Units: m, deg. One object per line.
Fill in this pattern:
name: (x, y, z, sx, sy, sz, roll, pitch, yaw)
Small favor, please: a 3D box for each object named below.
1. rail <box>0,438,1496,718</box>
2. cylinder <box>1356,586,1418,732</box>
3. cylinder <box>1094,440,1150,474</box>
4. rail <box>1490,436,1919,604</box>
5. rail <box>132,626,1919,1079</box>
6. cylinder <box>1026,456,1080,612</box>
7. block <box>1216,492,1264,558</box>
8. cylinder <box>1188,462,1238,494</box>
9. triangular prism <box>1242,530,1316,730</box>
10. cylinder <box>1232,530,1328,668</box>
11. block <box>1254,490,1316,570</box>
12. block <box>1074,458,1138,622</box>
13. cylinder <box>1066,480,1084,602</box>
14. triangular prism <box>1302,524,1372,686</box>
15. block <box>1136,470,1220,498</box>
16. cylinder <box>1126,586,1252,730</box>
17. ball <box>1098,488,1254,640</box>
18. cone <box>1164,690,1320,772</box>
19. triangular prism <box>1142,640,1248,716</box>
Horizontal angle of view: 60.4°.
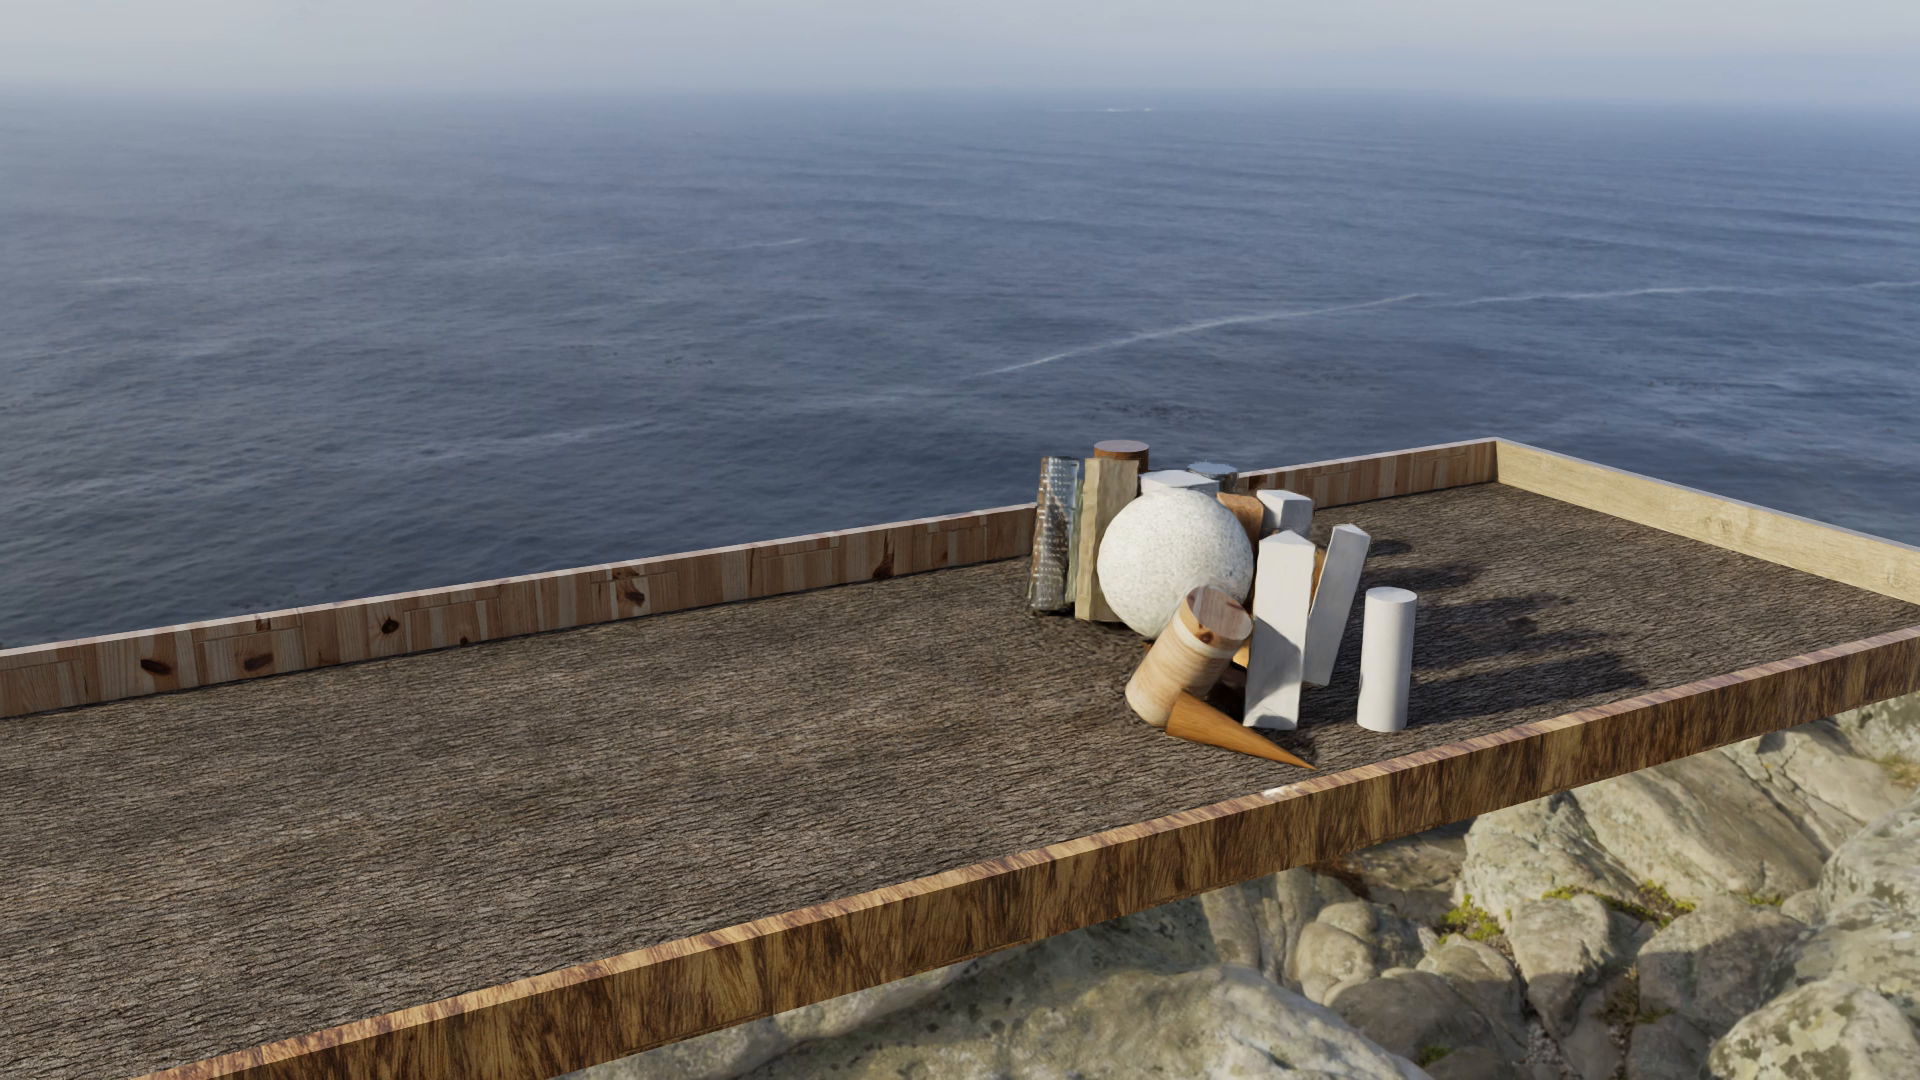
rail: (-3.305, 0.497, 3.399, 12.000, 0.150, 0.050, -9, 18, -27)
cylinder: (0.994, 0.278, 3.846, 0.114, 0.318, 0.114, 0, 16, 0)
cylinder: (0.470, -0.073, 4.861, 0.161, 0.418, 0.161, 0, 16, 0)
rail: (2.466, -0.048, 5.253, 0.050, 0.150, 2.100, -9, 18, -27)
rail: (-2.336, 1.006, 1.665, 12.000, 0.150, 0.050, -9, 18, -27)
cylinder: (0.261, -0.017, 4.632, 0.106, 0.430, 0.106, 6, -4, 0)
block: (0.700, 0.084, 4.342, 0.104, 0.395, 0.104, 8, 18, -3)
cylinder: (0.695, -0.007, 4.654, 0.139, 0.401, 0.139, 3, 15, -1)
triangular prism: (0.742, 0.208, 3.831, 0.123, 0.454, 0.107, 6, 19, 11)
cylinder: (0.796, 0.161, 4.148, 0.172, 0.331, 0.172, 23, 10, -4)
block: (0.828, 0.078, 4.354, 0.107, 0.403, 0.107, 0, 14, -29)
block: (0.402, 0.000, 4.527, 0.112, 0.440, 0.112, 4, 1, -16)
cylinder: (0.356, 0.006, 4.690, 0.107, 0.347, 0.107, 7, -1, 0)
triangular prism: (0.923, 0.158, 4.096, 0.091, 0.398, 0.078, 15, 17, 10)
block: (0.581, 0.024, 4.550, 0.168, 0.399, 0.168, -7, 18, -34)
cylinder: (0.525, 0.274, 3.804, 0.166, 0.307, 0.166, 19, 36, -14)
ball: (0.537, 0.063, 4.119, 0.386, 0.386, 0.386, 0, 16, 0)
cone: (0.636, 0.447, 3.660, 0.346, 0.111, 0.111, 22, 21, 12)
triangular prism: (0.584, 0.321, 4.053, 0.079, 0.091, 0.383, 29, -1, -33)
